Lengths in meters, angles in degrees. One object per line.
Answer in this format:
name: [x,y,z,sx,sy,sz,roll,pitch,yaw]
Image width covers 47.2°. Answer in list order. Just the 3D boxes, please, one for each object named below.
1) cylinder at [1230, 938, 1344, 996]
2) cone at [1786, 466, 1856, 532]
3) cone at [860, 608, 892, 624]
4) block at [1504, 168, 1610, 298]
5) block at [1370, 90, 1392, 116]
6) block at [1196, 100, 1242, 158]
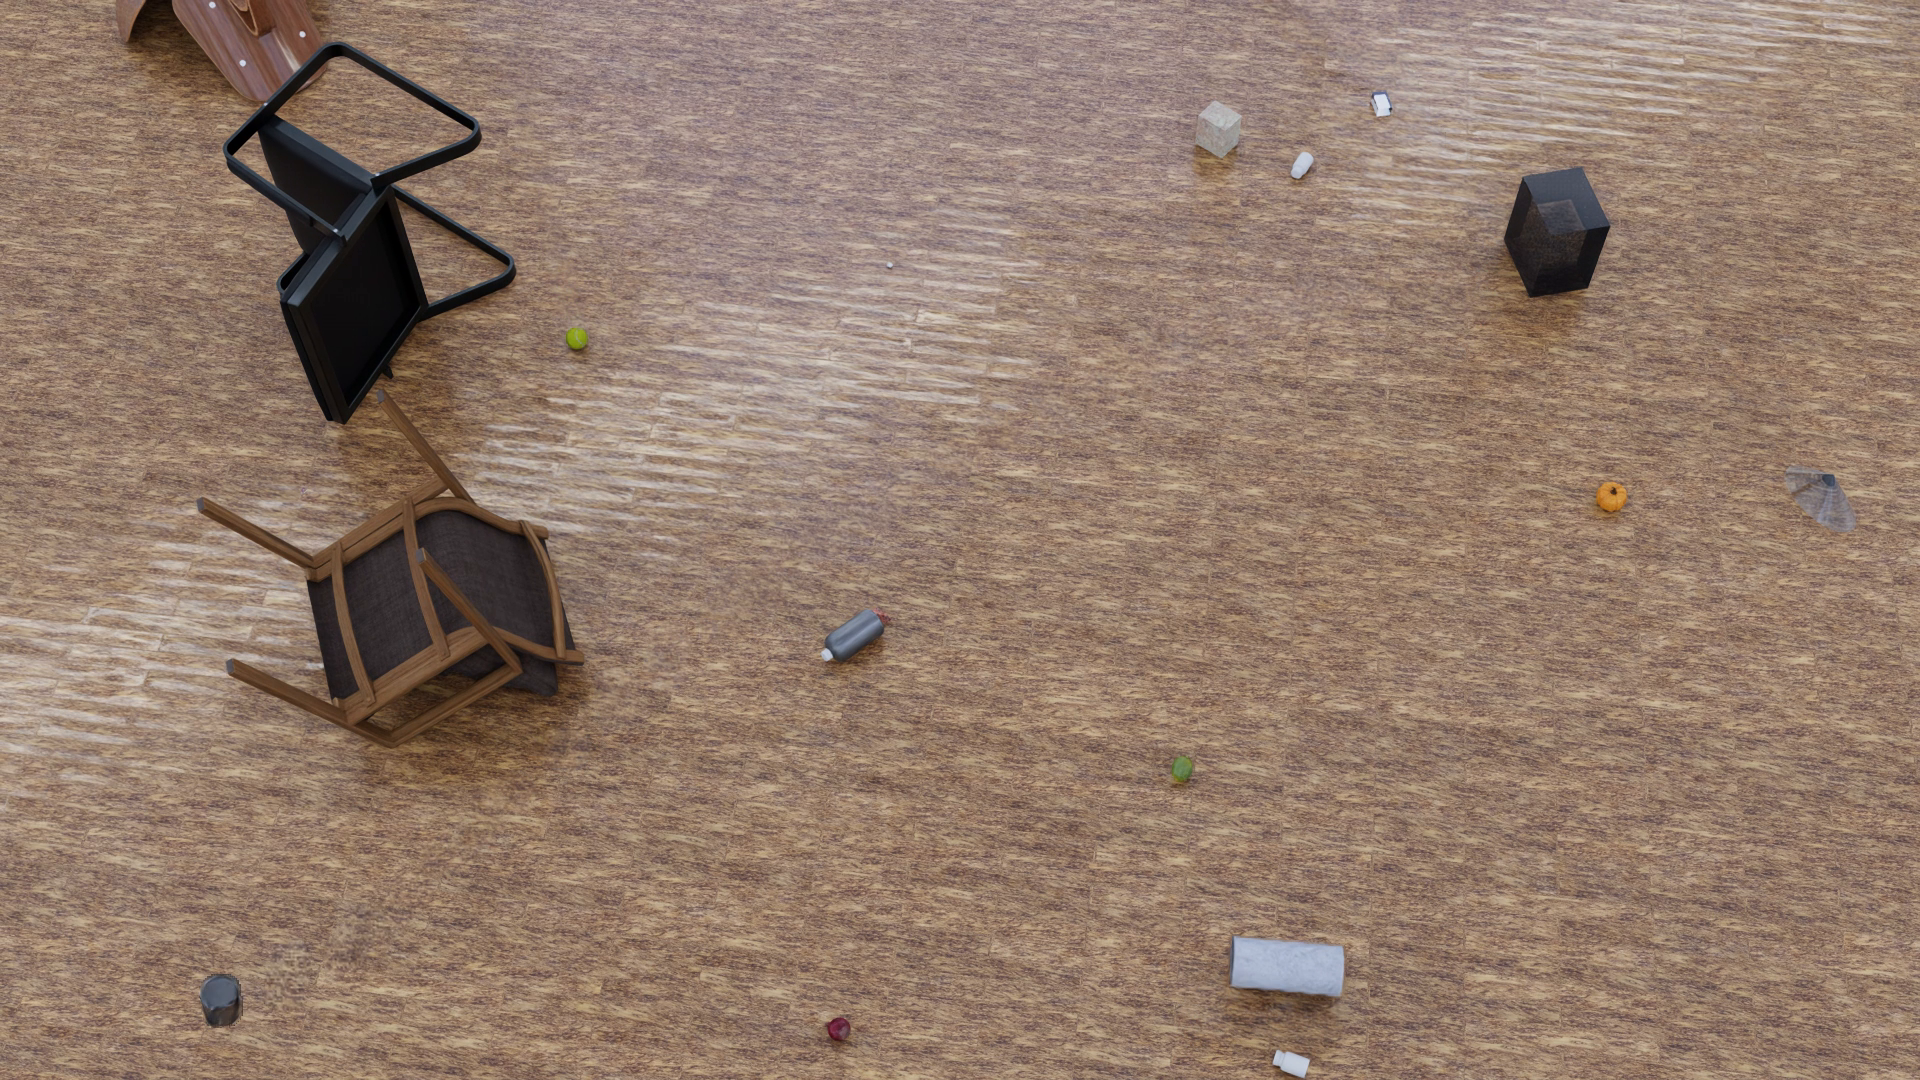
cylinder: [0.852,1.115,5.747,0.282,0.128,0.132,4,12,3]
cone: [2.605,-0.161,6.607,0.148,0.123,0.272,-25,60,-16]
cone: [-0.243,0.214,6.421,0.094,0.034,0.052,2,38,2]
block: [1.911,-0.985,7.055,0.197,0.300,0.255,-10,57,-6]
block: [1.449,-1.500,7.559,0.049,0.036,0.080,-8,56,-5]
block: [0.872,-1.386,7.426,0.113,0.130,0.092,36,63,21]
